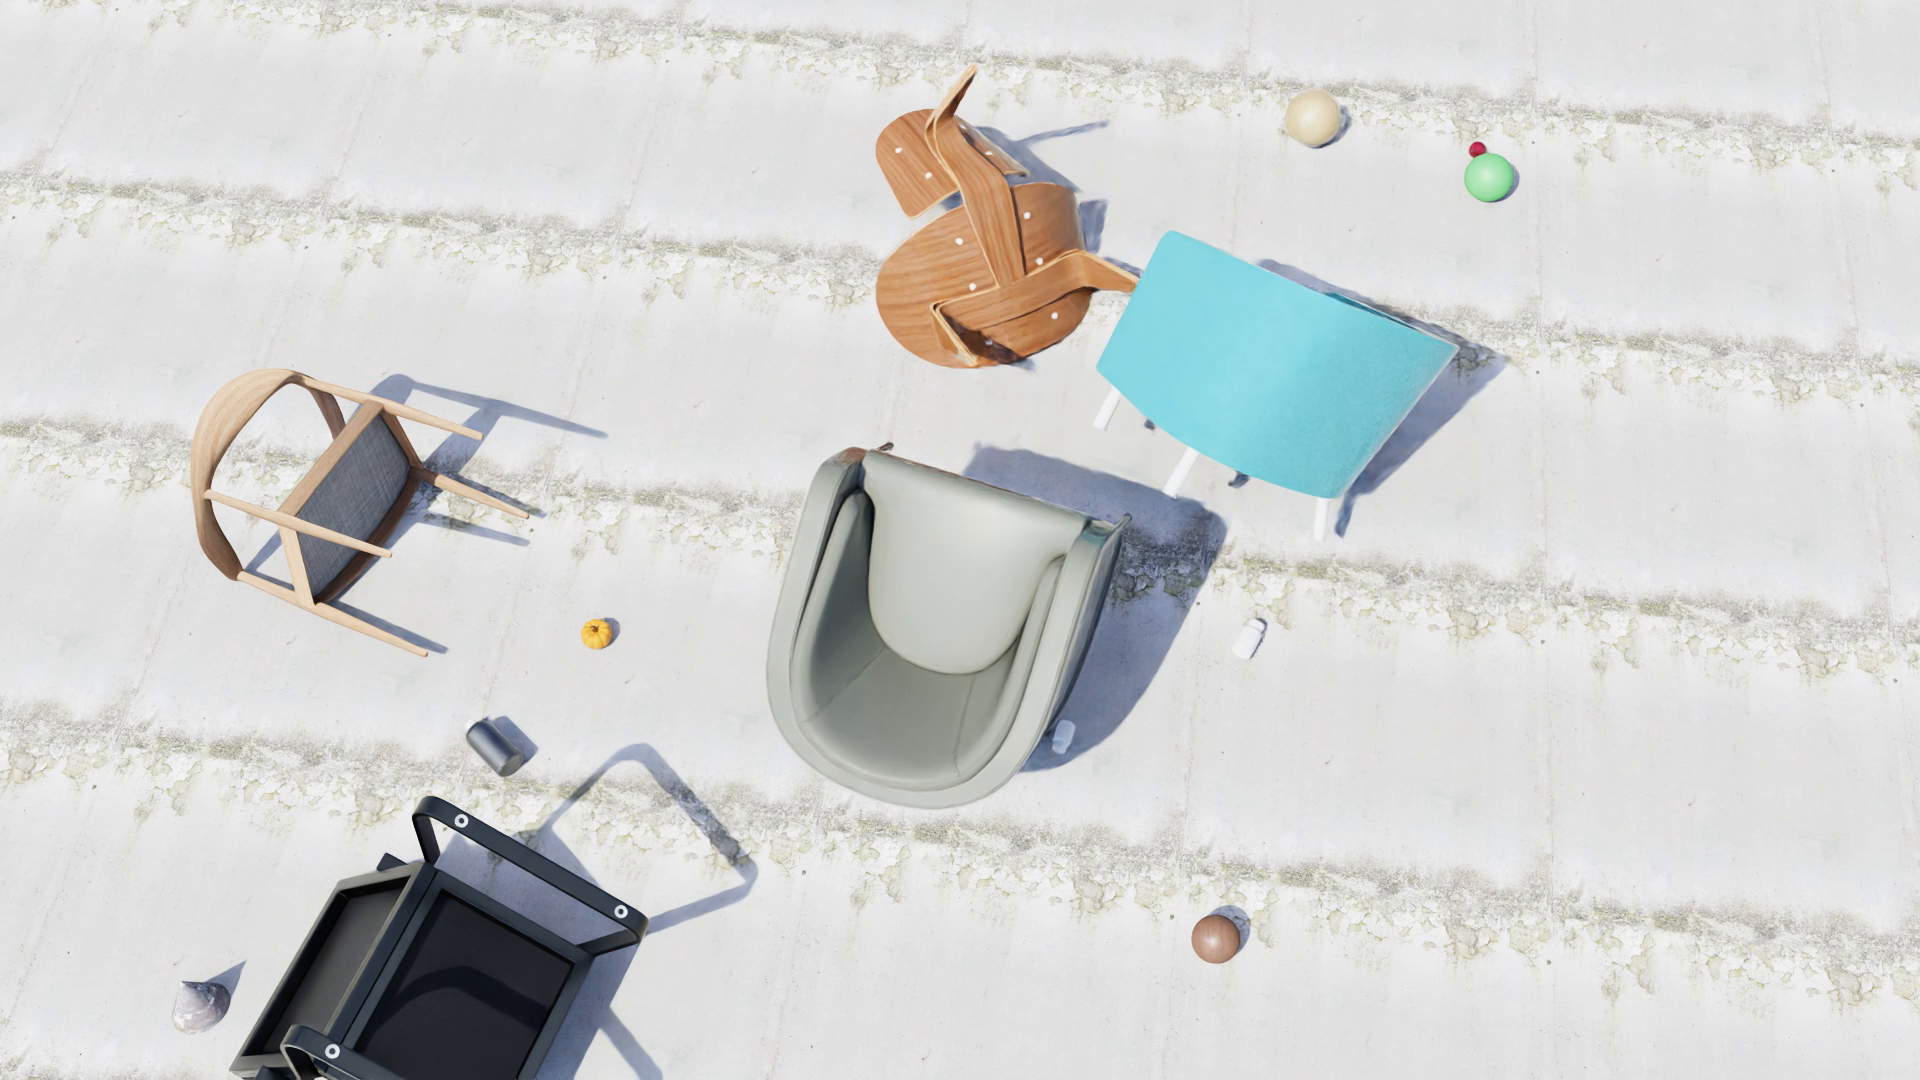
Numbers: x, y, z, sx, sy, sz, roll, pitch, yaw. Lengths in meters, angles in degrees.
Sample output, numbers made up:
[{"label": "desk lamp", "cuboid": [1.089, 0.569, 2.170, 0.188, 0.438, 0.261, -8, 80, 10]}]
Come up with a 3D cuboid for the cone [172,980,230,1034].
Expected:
[{"label": "cone", "cuboid": [-1.985, 1.174, 5.675, 0.157, 0.185, 0.133, -37, 64, -22]}]

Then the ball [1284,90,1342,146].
[{"label": "ball", "cuboid": [1.190, -1.422, 7.415, 0.188, 0.188, 0.188, 0, 56, 0]}]

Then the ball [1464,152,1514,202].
[{"label": "ball", "cuboid": [1.752, -1.201, 7.284, 0.160, 0.160, 0.160, 0, 56, 0]}]
